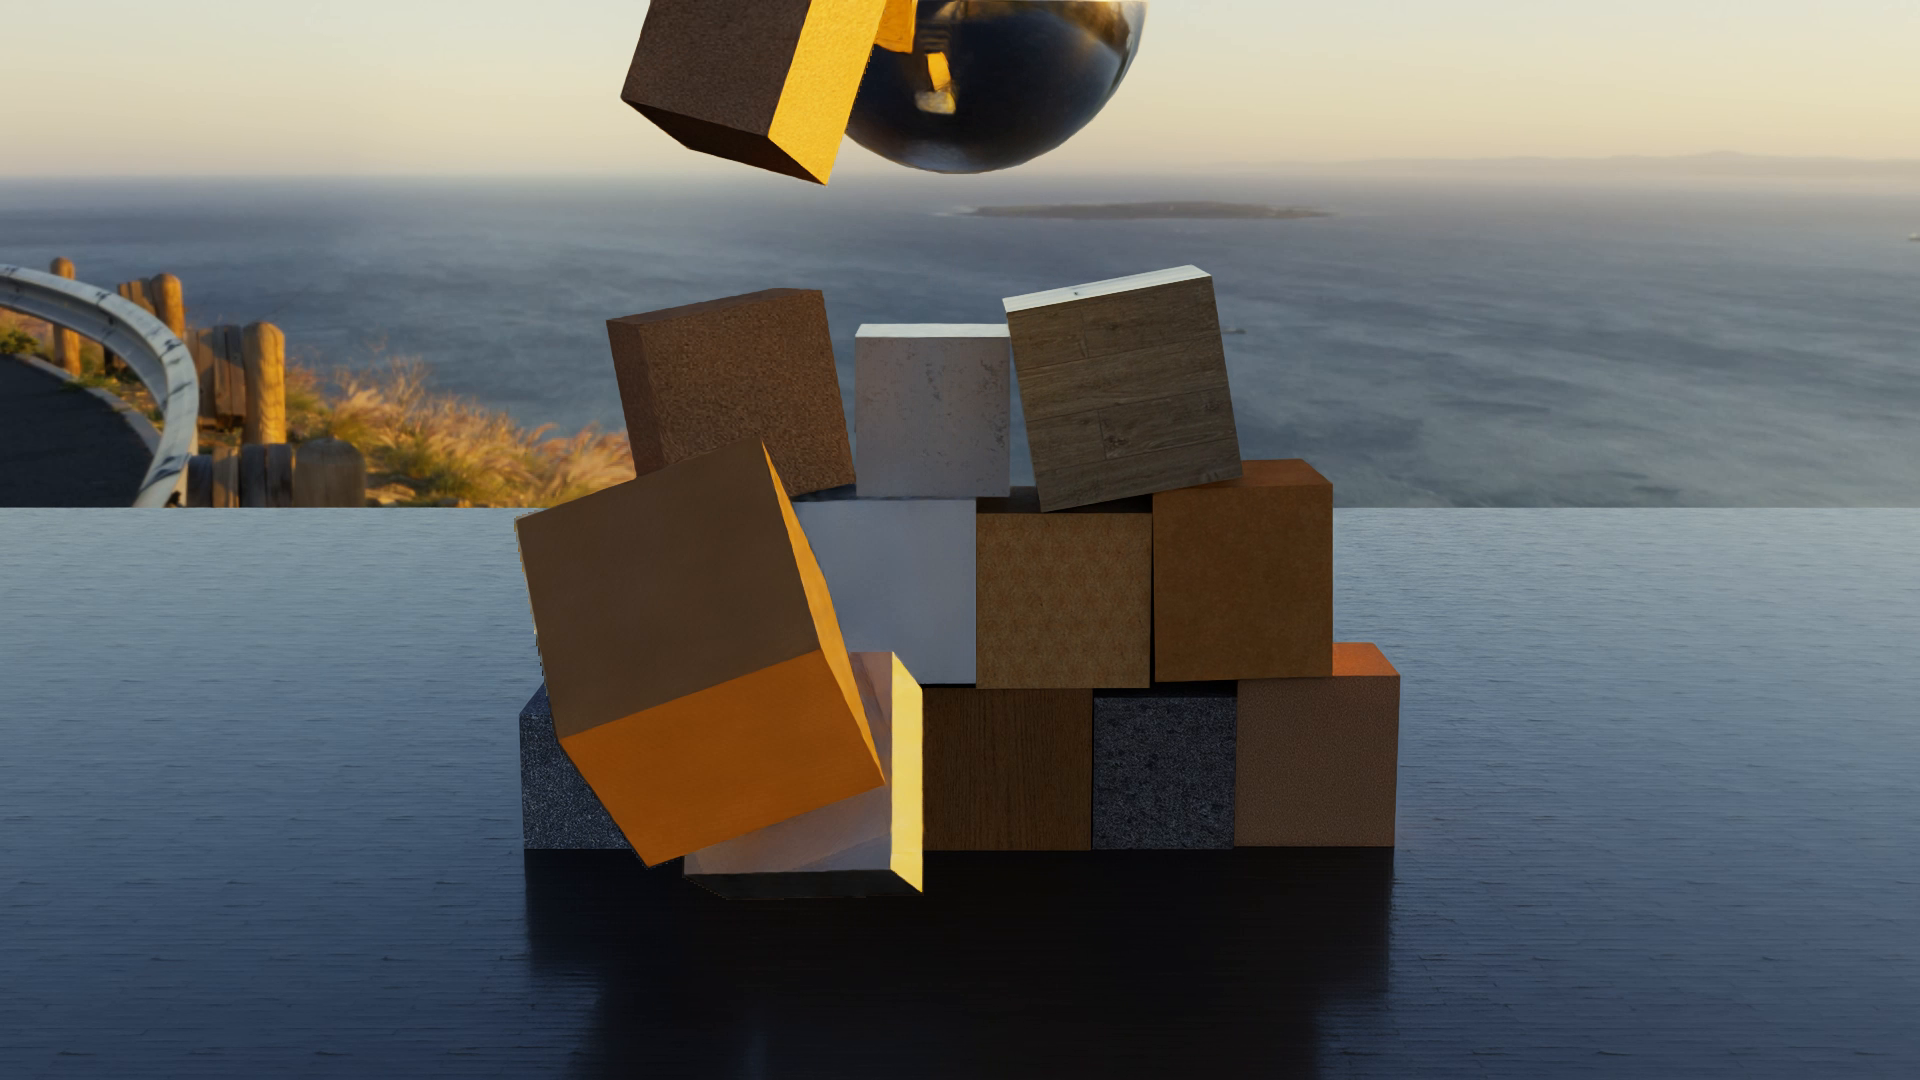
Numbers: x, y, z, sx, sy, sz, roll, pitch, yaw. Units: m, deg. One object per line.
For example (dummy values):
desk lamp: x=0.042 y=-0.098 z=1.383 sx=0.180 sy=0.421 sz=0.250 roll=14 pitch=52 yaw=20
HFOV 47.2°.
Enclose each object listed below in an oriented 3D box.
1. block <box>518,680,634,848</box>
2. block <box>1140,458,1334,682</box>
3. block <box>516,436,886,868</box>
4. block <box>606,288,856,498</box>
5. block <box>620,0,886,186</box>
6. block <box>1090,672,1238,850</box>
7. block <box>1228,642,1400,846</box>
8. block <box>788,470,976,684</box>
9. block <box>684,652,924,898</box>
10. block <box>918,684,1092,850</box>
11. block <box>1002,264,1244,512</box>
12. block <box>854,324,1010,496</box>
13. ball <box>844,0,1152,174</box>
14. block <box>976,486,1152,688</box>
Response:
block: x=-1.763 y=1.131 z=11.405 sx=0.853 sy=0.695 sz=0.868 roll=0 pitch=10 yaw=0
block: x=1.378 y=0.137 z=11.191 sx=0.878 sy=0.958 sz=0.879 roll=-2 pitch=10 yaw=-1
block: x=-0.897 y=0.398 z=7.681 sx=0.891 sy=0.930 sz=0.930 roll=-19 pitch=54 yaw=0
block: x=-1.143 y=-0.693 z=10.865 sx=0.898 sy=0.941 sz=0.908 roll=-13 pitch=11 yaw=-17
block: x=-0.738 y=-1.792 z=7.995 sx=0.588 sy=0.737 sz=0.630 roll=17 pitch=-2 yaw=17
block: x=1.019 y=1.094 z=11.366 sx=0.707 sy=0.782 sz=0.817 roll=0 pitch=10 yaw=0
block: x=1.784 y=1.043 z=11.358 sx=0.807 sy=0.885 sz=0.737 roll=0 pitch=10 yaw=0
block: x=-0.468 y=0.169 z=11.190 sx=1.068 sy=0.909 sz=0.996 roll=0 pitch=10 yaw=-1
block: x=-0.591 y=0.933 z=8.601 sx=0.787 sy=0.825 sz=0.698 roll=-3 pitch=-17 yaw=8
block: x=0.150 y=1.065 z=11.371 sx=1.011 sy=0.837 sz=0.878 roll=0 pitch=10 yaw=0
block: x=0.790 y=-0.774 z=10.954 sx=0.986 sy=0.979 sz=0.906 roll=-10 pitch=10 yaw=2
block: x=-0.134 y=-0.663 z=11.040 sx=0.751 sy=0.781 sz=0.759 roll=0 pitch=10 yaw=0
ball: x=0.000 y=-2.331 z=9.152 sx=1.600 sy=1.600 sz=1.600 roll=0 pitch=10 yaw=0
block: x=0.498 y=0.225 z=11.200 sx=0.860 sy=0.877 sz=0.856 roll=0 pitch=10 yaw=-1
